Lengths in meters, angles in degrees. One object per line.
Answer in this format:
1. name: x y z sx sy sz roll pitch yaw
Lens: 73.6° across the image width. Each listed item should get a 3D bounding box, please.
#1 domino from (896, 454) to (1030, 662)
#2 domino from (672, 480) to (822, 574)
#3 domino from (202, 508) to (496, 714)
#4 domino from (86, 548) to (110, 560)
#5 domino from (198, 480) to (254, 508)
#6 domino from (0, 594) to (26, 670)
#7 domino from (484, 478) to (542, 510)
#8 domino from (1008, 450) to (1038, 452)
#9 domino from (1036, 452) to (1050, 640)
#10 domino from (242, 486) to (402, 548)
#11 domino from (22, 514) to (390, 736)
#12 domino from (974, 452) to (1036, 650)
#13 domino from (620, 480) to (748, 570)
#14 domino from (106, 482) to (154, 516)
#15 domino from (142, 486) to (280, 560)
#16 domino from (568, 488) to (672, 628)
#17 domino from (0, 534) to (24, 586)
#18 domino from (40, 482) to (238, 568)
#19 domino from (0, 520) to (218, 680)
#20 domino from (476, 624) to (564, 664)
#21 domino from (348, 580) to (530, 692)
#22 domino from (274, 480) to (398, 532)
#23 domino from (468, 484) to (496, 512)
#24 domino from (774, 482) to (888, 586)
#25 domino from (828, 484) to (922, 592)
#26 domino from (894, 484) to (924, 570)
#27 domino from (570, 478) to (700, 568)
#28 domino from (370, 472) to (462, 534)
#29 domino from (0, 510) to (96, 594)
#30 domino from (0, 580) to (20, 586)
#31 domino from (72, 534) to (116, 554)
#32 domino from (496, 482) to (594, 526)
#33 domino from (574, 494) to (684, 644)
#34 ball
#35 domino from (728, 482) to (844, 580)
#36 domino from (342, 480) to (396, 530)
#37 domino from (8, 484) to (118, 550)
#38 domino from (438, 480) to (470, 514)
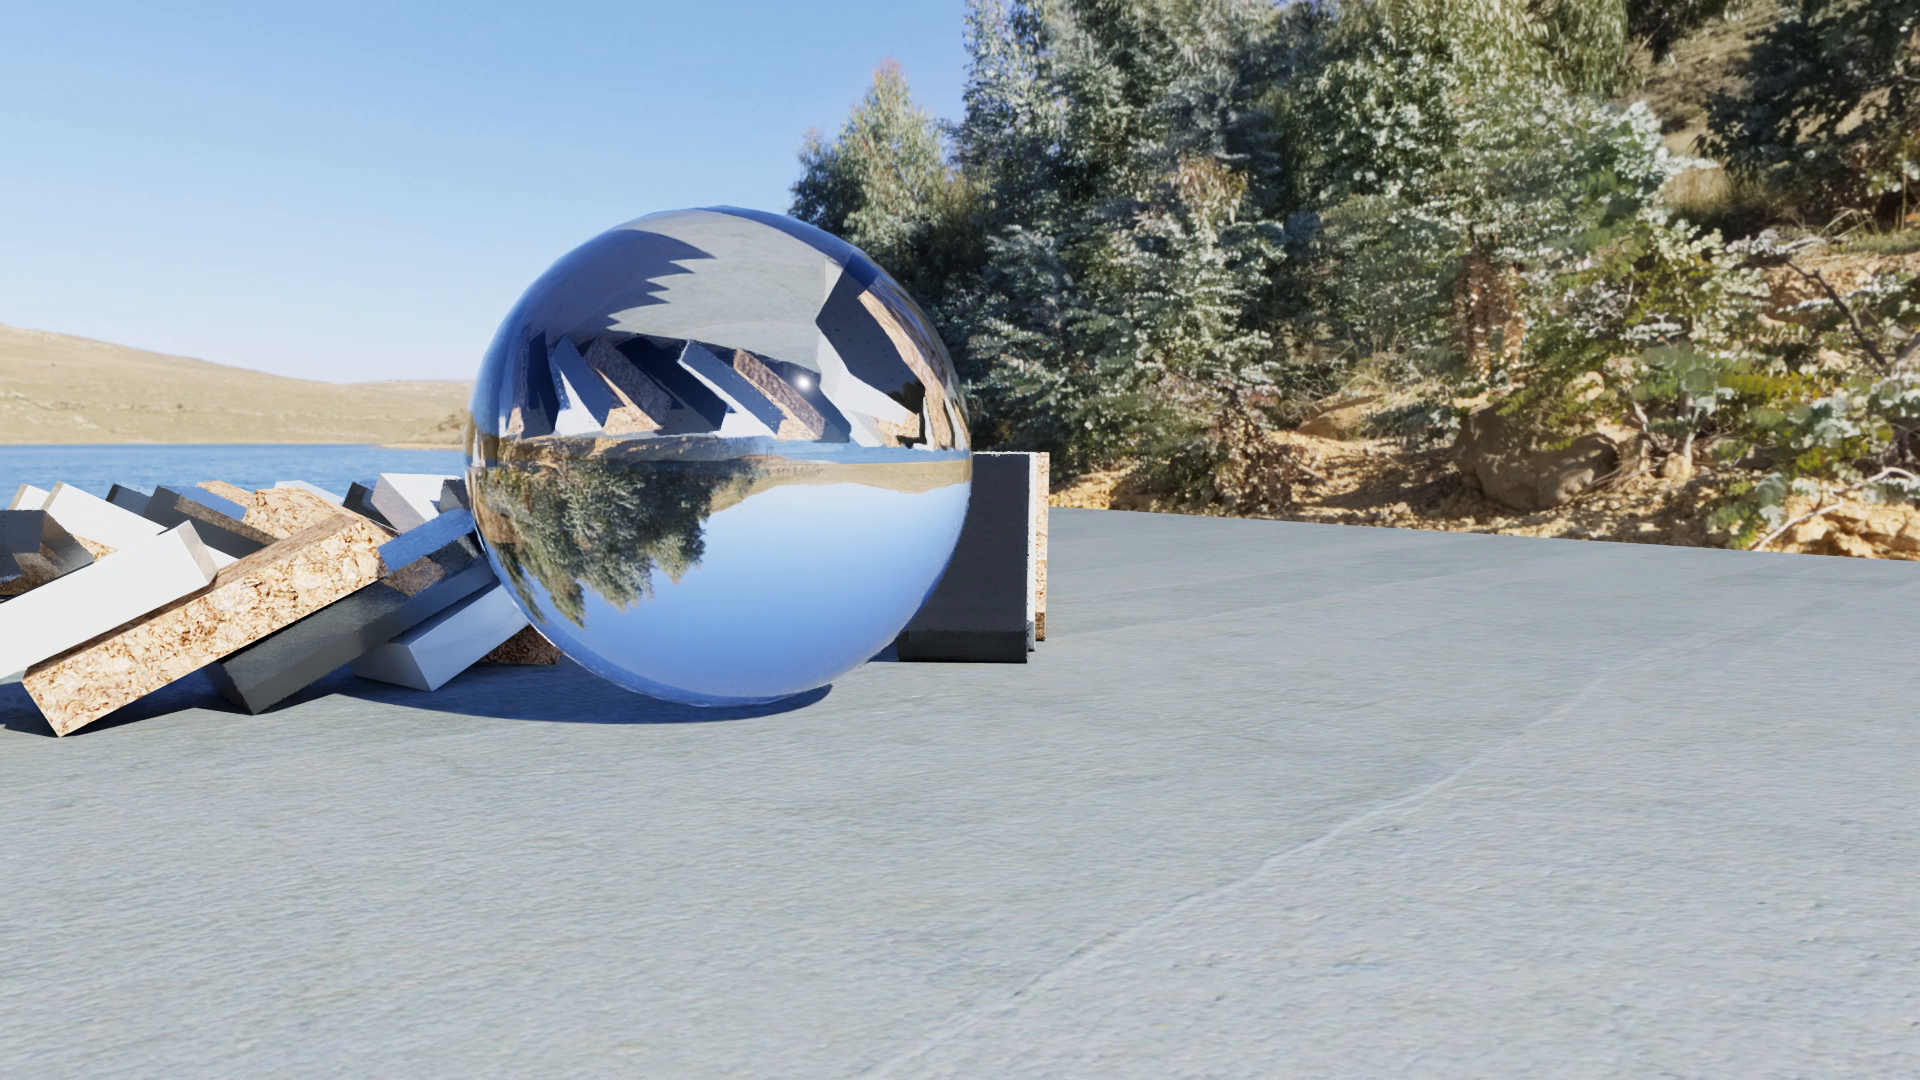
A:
1. domino: 0.002 0.003 0.264 0.025 0.009 0.050 0 46 4
2. domino: -0.073 -0.005 0.438 0.050 0.010 0.025 33 23 33
3. domino: -0.104 0.011 0.223 0.050 0.009 0.025 -35 25 -34
4. domino: -0.225 0.005 0.312 0.025 0.010 0.050 -3 -17 35
5. domino: -0.236 -0.006 0.445 0.050 0.009 0.025 25 -3 -15
6. domino: -0.196 0.018 0.260 0.025 0.009 0.050 -2 5 -21
7. domino: -0.142 -0.007 0.462 0.050 0.009 0.025 27 9 8
8. domino: 0.007 -0.001 0.307 0.025 0.009 0.050 -1 46 3
9. domino: 0.007 0.000 0.292 0.025 0.010 0.050 1 46 4
10. domino: -0.169 0.001 0.359 0.050 0.010 0.025 25 3 -5
11. domino: -0.120 0.012 0.206 0.050 0.009 0.025 -31 20 -27
12. domino: 0.004 0.001 0.278 0.025 0.009 0.050 0 46 4
13. domino: -0.094 -0.006 0.450 0.050 0.009 0.025 30 19 27
14. domino: -0.257 -0.005 0.432 0.050 0.010 0.025 26 -7 -24
15. domino: -0.195 0.000 0.357 0.050 0.009 0.025 25 -2 -8
16. domino: -0.087 0.003 0.316 0.025 0.010 0.050 0 31 -4
17. domino: -0.164 0.013 0.179 0.050 0.009 0.025 -27 4 5
18. domino: -0.212 0.001 0.337 0.050 0.009 0.025 33 -17 -35
19. domino: -0.141 0.013 0.194 0.050 0.010 0.025 -29 16 -22
20. domino: -0.085 0.007 0.269 0.025 0.010 0.050 1 30 15
21. domino: -0.089 0.009 0.243 0.025 0.010 0.050 4 31 36
22. domino: -0.214 -0.006 0.452 0.050 0.010 0.025 24 -1 -11
23. domino: -0.166 -0.007 0.462 0.050 0.009 0.025 25 5 1
24. domino: -0.035 -0.003 0.408 0.025 0.009 0.050 -4 30 -40
25. domino: -0.018 -0.002 0.391 0.025 0.009 0.050 -3 30 -31
26. domino: -0.002 0.000 0.370 0.025 0.009 0.050 -1 30 -14
27. domino: -0.115 -0.007 0.460 0.050 0.009 0.025 30 18 25
28. domino: -0.142 -0.002 0.365 0.050 0.010 0.025 37 20 28
29. domino: -0.207 0.007 0.283 0.025 0.010 0.050 -1 -19 -17
30. domino: -0.302 0.000 0.373 0.025 0.009 0.050 3 -20 33
31. domino: -0.290 -0.002 0.395 0.025 0.009 0.050 4 -19 44
32. domino: -0.104 0.001 0.337 0.025 0.010 0.050 -2 33 -30
33. domino: -0.083 0.005 0.292 0.025 0.009 0.050 1 30 7
34. ball: -0.038 -0.013 0.208 0.080 0.080 0.080 0 4 0
35. domino: -0.053 -0.004 0.424 0.025 0.009 0.050 -4 30 -44
36. domino: -0.190 -0.007 0.458 0.050 0.009 0.025 24 2 -6
37. domino: -0.275 -0.003 0.414 0.050 0.009 0.025 29 -15 -37
38. domino: -0.122 0.000 0.353 0.025 0.010 0.050 -3 34 -43
